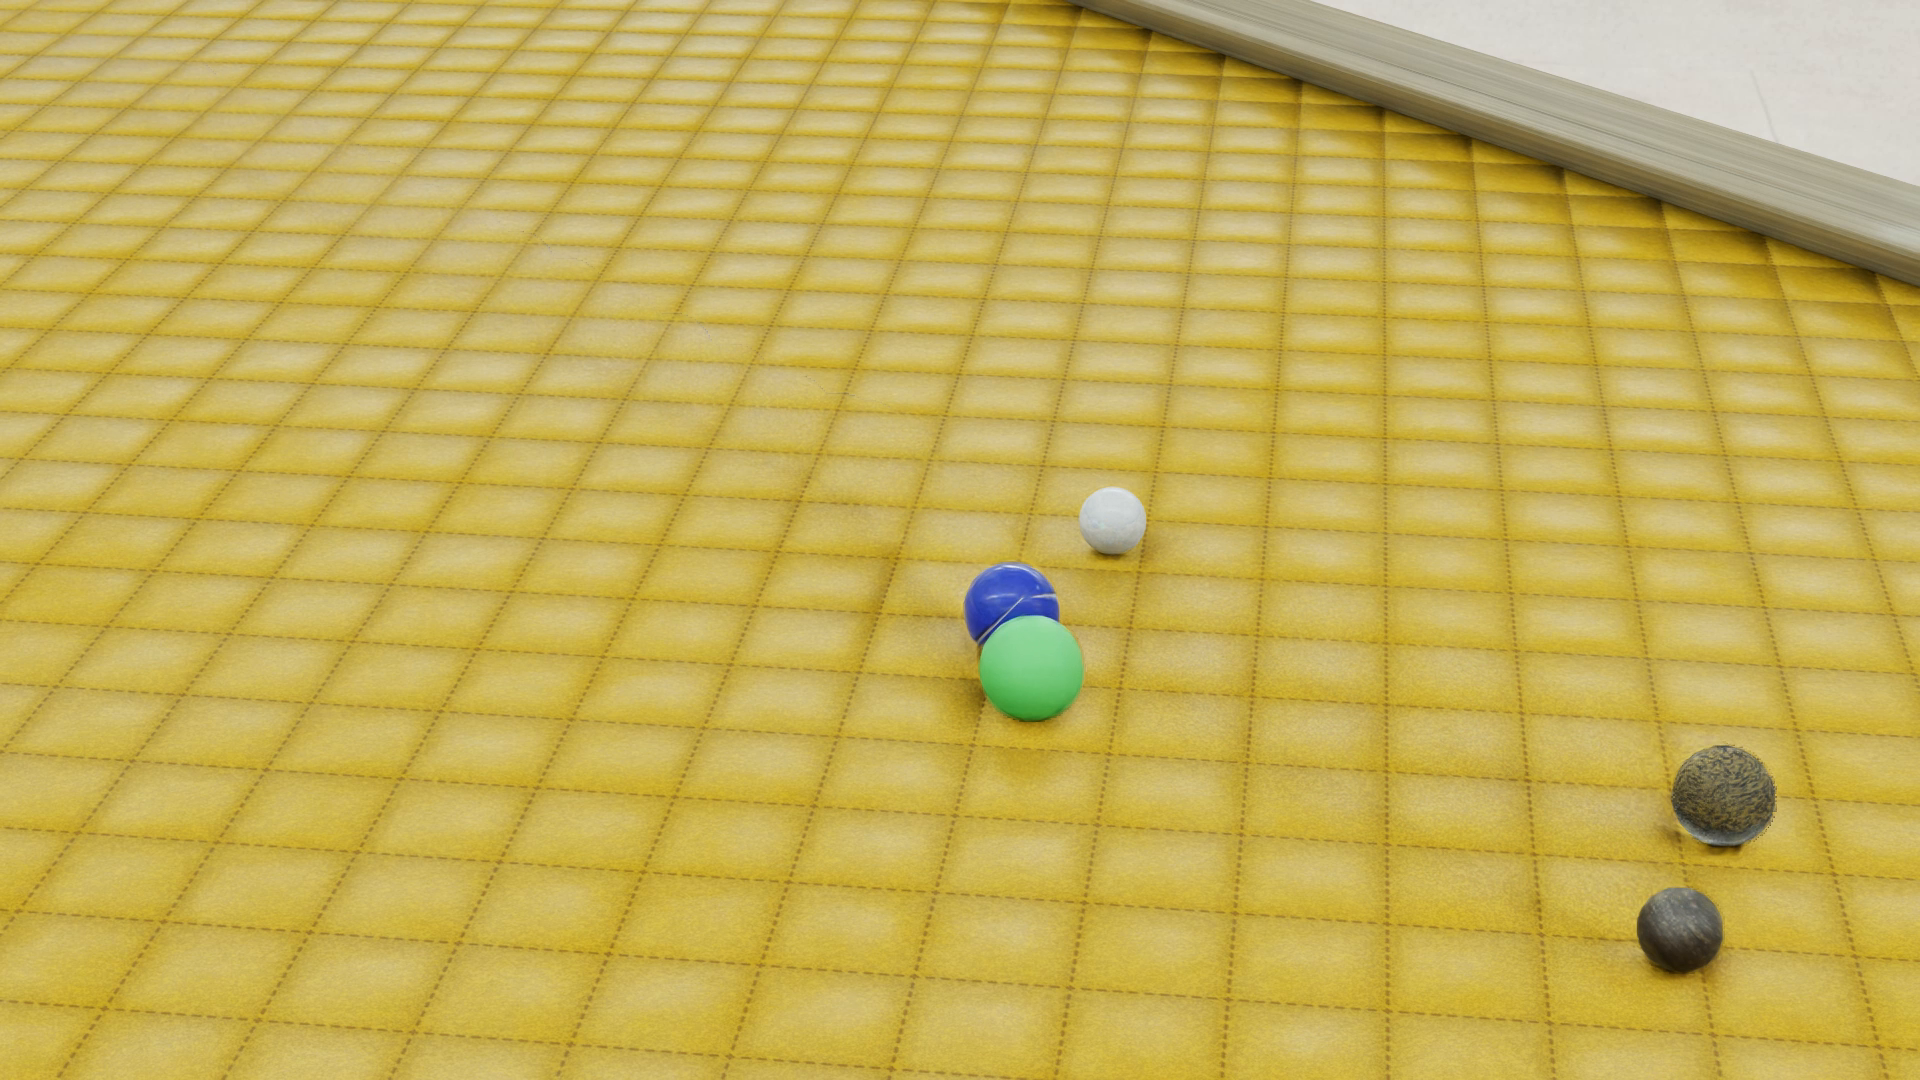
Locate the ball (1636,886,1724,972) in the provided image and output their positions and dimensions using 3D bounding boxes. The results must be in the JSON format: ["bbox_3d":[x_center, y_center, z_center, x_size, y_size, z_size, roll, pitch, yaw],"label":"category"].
[{"bbox_3d":[0.407,0.220,1.663,0.048,0.048,0.048,0,26,0],"label":"ball"}]

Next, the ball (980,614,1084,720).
[{"bbox_3d":[0.047,0.083,1.923,0.069,0.069,0.069,0,26,0],"label":"ball"}]

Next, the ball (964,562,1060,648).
[{"bbox_3d":[0.035,0.047,2.001,0.065,0.065,0.065,0,26,0],"label":"ball"}]

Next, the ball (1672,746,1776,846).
[{"bbox_3d":[0.463,0.155,1.782,0.061,0.061,0.061,0,26,0],"label":"ball"}]

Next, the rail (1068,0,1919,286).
[{"bbox_3d":[0.173,-0.642,3.403,0.045,0.089,4.150,-19,31,-33],"label":"rail"}]

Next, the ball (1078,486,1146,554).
[{"bbox_3d":[0.111,-0.014,2.147,0.050,0.050,0.050,0,26,0],"label":"ball"}]
